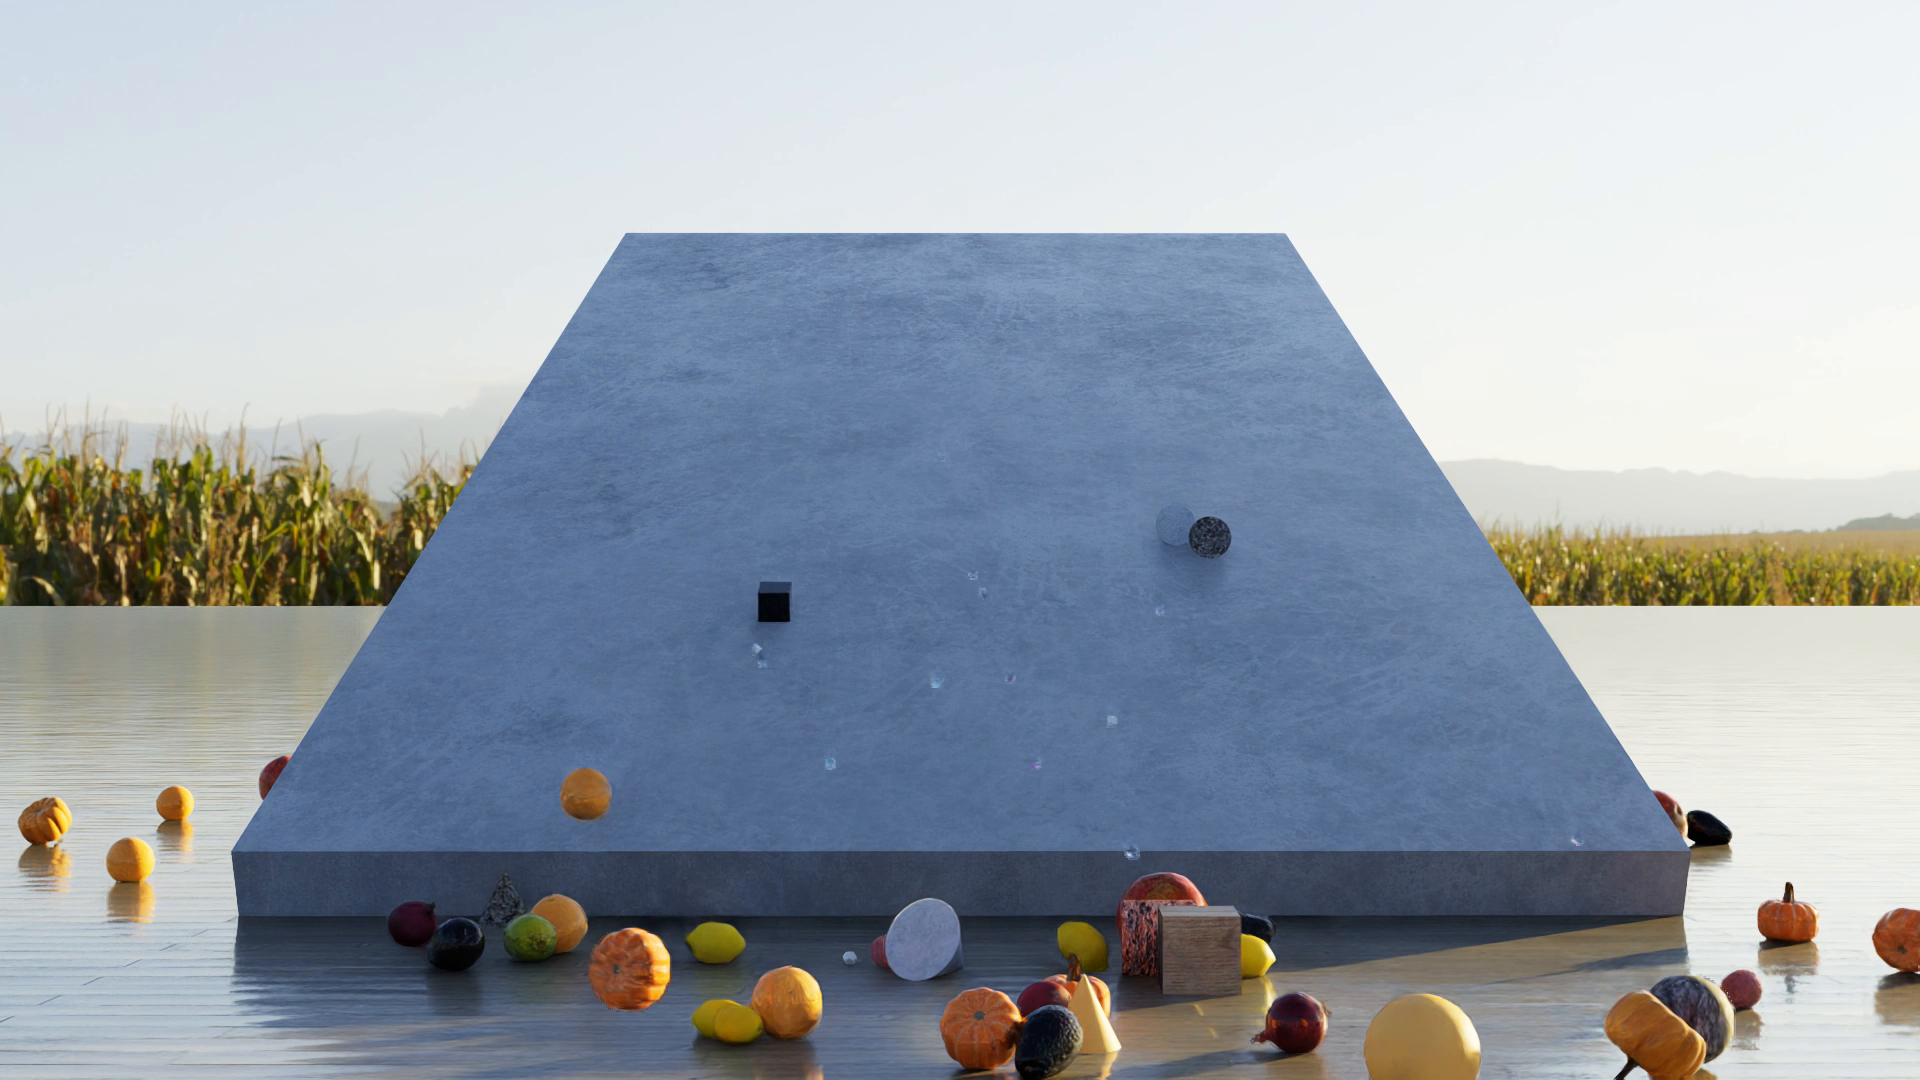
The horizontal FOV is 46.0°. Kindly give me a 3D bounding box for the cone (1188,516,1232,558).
[{"bbox_3d":[0.465,0.000,4.233,0.079,0.079,0.079,0,-7,2],"label":"cone"}]

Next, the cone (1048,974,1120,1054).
[{"bbox_3d":[0.122,0.460,2.219,0.072,0.072,0.072,0,-2,0],"label":"cone"}]

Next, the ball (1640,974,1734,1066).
[{"bbox_3d":[0.683,0.451,2.128,0.085,0.085,0.085,0,-2,0],"label":"ball"}]

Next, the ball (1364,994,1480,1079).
[{"bbox_3d":[0.397,0.440,1.944,0.098,0.098,0.098,0,-2,0],"label":"ball"}]

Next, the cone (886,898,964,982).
[{"bbox_3d":[-0.020,0.485,2.656,0.100,0.100,0.100,-1,-28,32],"label":"cone"}]

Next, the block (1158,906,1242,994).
[{"bbox_3d":[0.269,0.462,2.551,0.086,0.086,0.086,0,-2,1],"label":"block"}]

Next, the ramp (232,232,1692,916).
[{"bbox_3d":[-0.005,-0.205,4.999,2.000,0.100,4.000,0,20,0],"label":"ramp"}]

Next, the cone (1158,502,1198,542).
[{"bbox_3d":[0.403,-0.024,4.299,0.078,0.078,0.078,0,-17,-11],"label":"cone"}]

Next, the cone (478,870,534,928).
[{"bbox_3d":[-0.614,0.481,3.057,0.074,0.074,0.074,0,-2,0],"label":"cone"}]

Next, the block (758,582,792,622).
[{"bbox_3d":[-0.319,0.107,3.904,0.054,0.054,0.054,1,20,1],"label":"block"}]
